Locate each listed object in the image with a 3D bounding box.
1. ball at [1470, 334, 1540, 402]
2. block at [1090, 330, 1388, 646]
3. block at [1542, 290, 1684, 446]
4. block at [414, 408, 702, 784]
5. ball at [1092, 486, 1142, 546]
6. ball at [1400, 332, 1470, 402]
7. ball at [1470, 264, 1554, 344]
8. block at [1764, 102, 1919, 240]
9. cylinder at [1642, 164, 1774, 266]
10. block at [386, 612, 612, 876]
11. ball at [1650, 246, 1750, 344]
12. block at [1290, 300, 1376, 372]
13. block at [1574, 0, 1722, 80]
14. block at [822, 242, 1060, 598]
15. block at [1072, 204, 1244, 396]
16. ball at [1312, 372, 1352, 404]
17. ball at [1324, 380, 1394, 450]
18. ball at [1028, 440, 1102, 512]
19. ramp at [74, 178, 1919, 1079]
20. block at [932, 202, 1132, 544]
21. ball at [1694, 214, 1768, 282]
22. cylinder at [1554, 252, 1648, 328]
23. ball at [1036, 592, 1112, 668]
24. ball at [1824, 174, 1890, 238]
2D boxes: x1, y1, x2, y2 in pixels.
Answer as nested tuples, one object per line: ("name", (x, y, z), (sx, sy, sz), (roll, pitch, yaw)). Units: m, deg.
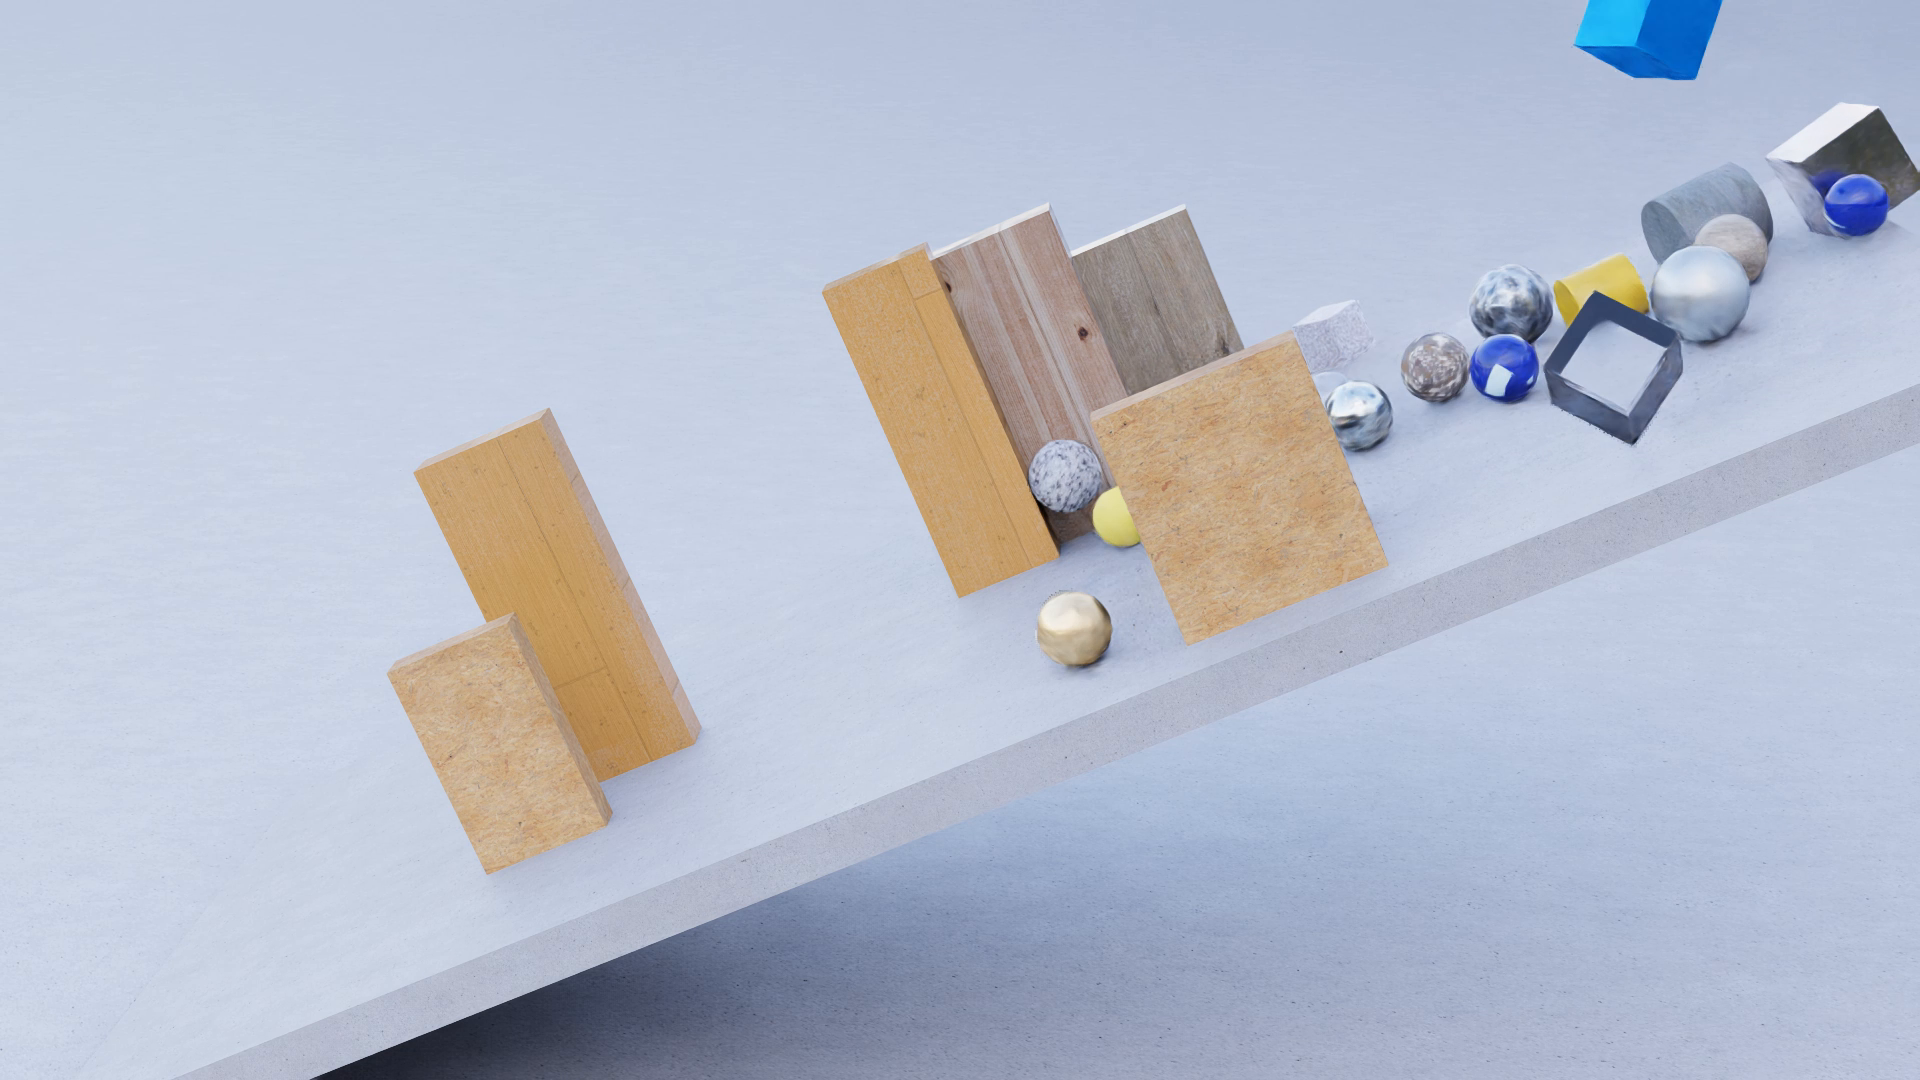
("ball", (1.123, -0.355, 6.065), (0.142, 0.142, 0.142), (0, 15, 0))
("block", (0.511, -0.094, 5.381), (0.397, 0.459, 0.081), (-22, 13, 8))
("block", (1.185, -0.311, 5.328), (0.172, 0.172, 0.172), (31, -9, 25))
("block", (-0.848, 0.132, 6.240), (0.294, 0.768, 0.114), (-22, 13, 8))
("ball", (0.347, -0.050, 6.264), (0.130, 0.130, 0.130), (0, 15, 0))
("ball", (1.018, -0.369, 6.298), (0.150, 0.150, 0.150), (0, 15, 0))
("ball", (1.211, -0.513, 6.458), (0.183, 0.183, 0.183), (0, 15, 0))
("block", (1.874, -0.782, 6.230), (0.199, 0.199, 0.199), (-35, 13, 1))
("cylinder", (1.620, -0.686, 6.380), (0.199, 0.199, 0.199), (-26, 21, -10))
("block", (-0.926, 0.411, 5.937), (0.269, 0.464, 0.087), (-22, 13, 8))
("ball", (1.472, -0.489, 5.850), (0.195, 0.195, 0.195), (0, 15, 0))
("block", (0.899, -0.491, 7.085), (0.122, 0.122, 0.122), (-34, 16, -37))
("block", (1.414, -1.066, 6.041), (0.181, 0.181, 0.181), (20, -1, -31))
("block", (-0.037, -0.260, 6.426), (0.242, 0.740, 0.101), (-22, 13, 8))
("block", (0.473, -0.479, 6.896), (0.334, 0.521, 0.084), (-22, 13, 8))
("ball", (0.812, -0.303, 6.440), (0.134, 0.134, 0.134), (0, 15, 0))
("ball", (0.837, -0.262, 6.192), (0.148, 0.148, 0.148), (0, 15, 0))
("ball", (0.230, -0.139, 6.412), (0.160, 0.160, 0.160), (0, 15, 0))
("ramp", (0.130, 0.171, 6.286), (4.000, 0.100, 2.000), (-22, 13, 8))
("block", (0.198, -0.363, 6.518), (0.296, 0.697, 0.131), (-22, 13, 8))
("ball", (1.614, -0.605, 6.161), (0.154, 0.154, 0.154), (0, 15, 0))
("cylinder", (1.367, -0.517, 6.273), (0.146, 0.146, 0.146), (-25, 18, -4))
("ball", (0.216, 0.169, 5.570), (0.144, 0.144, 0.144), (0, 15, 0))
("ball", (1.852, -0.691, 6.077), (0.130, 0.130, 0.130), (0, 15, 0))
